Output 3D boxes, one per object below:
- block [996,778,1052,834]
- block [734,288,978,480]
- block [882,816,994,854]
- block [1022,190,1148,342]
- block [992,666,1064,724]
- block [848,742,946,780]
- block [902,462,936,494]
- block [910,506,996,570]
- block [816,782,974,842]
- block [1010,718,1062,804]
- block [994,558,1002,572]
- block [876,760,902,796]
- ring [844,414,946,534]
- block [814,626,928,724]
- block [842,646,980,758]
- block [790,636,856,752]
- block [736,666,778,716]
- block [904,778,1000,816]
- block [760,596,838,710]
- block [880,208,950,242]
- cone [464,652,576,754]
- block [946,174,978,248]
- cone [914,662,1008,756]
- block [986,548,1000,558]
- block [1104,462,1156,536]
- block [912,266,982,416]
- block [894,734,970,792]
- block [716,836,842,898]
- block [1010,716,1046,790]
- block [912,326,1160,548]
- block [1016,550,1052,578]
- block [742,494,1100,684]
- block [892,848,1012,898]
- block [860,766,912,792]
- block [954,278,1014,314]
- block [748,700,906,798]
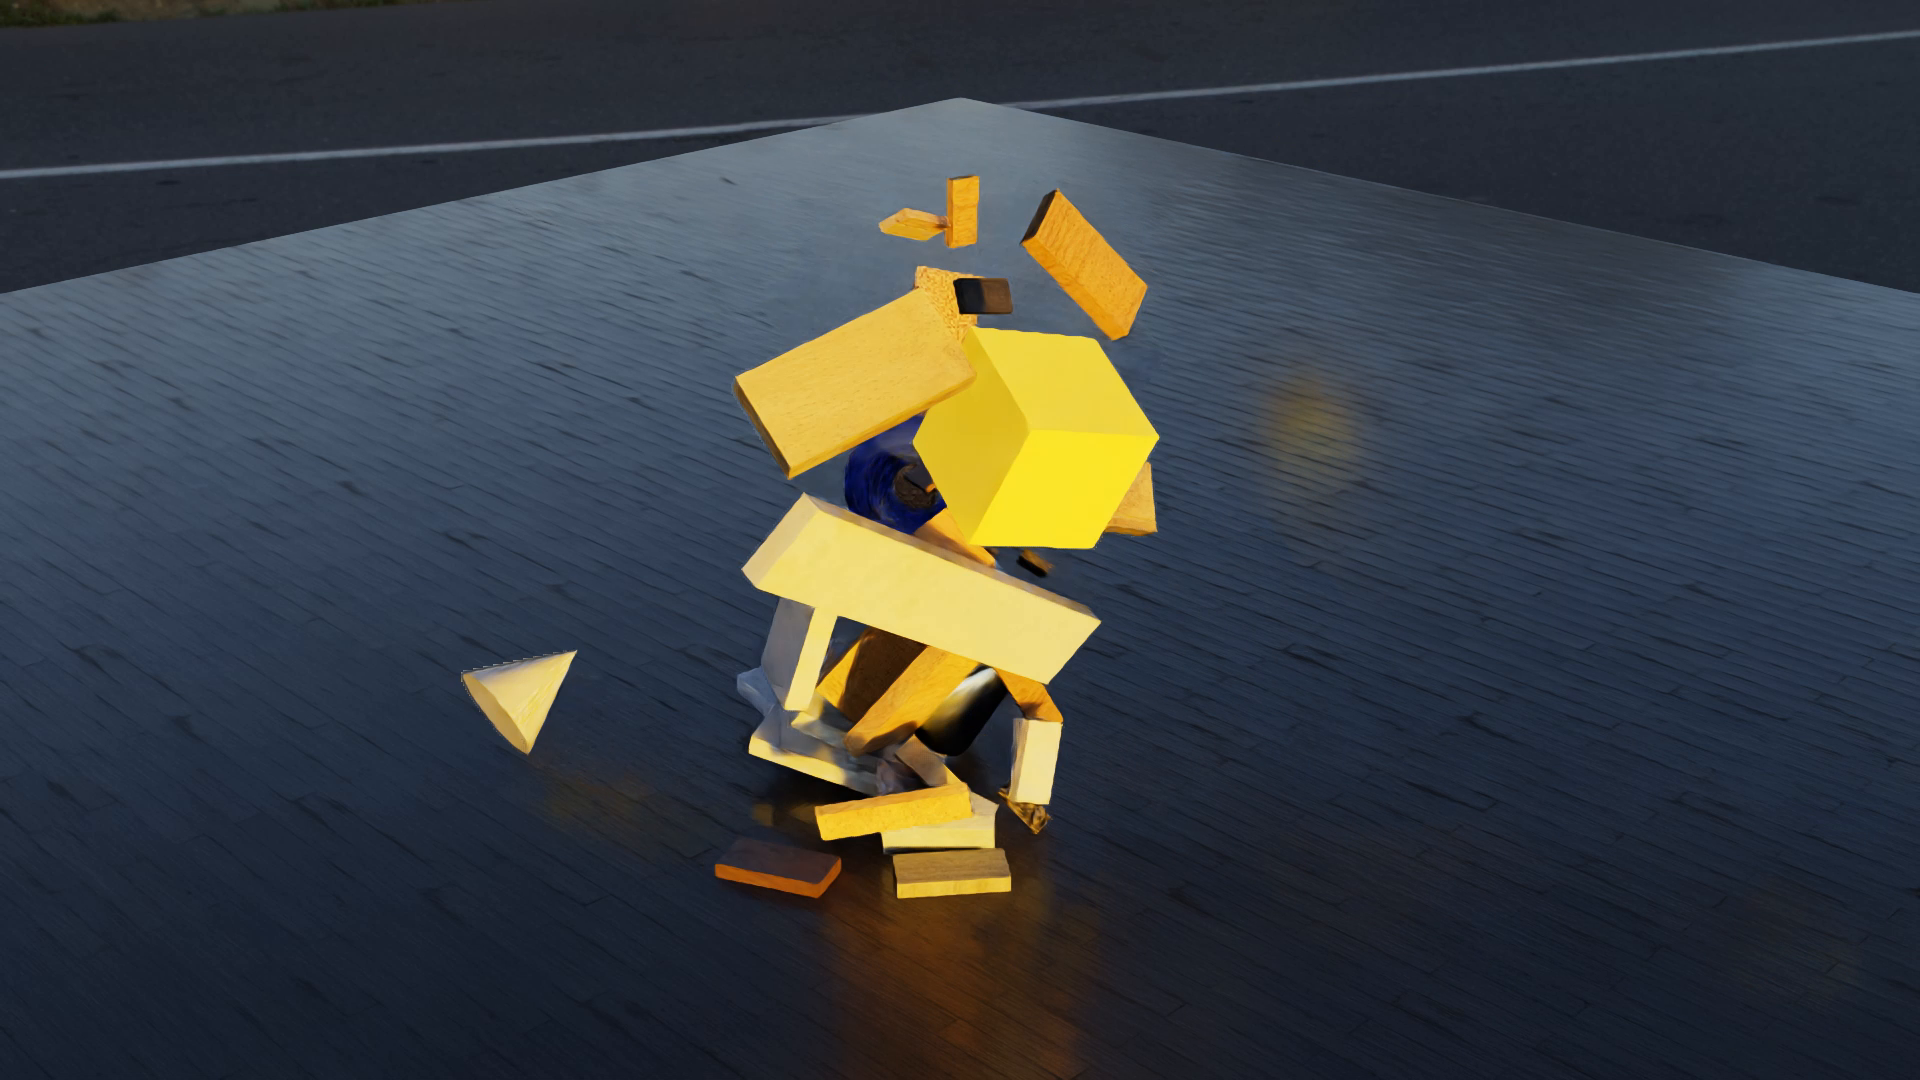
[{"bbox_3d":[0.128,0.530,4.397,0.113,0.016,0.057,47,34,1],"label":"block"},{"bbox_3d":[-0.158,-0.239,3.330,0.329,0.047,0.165,-28,77,-19],"label":"block"},{"bbox_3d":[-0.042,0.573,4.270,0.217,0.108,0.031,1,55,2],"label":"block"},{"bbox_3d":[0.266,-0.580,4.649,0.043,0.303,0.152,-20,35,44],"label":"block"},{"bbox_3d":[0.122,0.280,4.339,0.062,0.456,0.018,-41,58,-6],"label":"block"},{"bbox_3d":[-0.127,0.442,4.455,0.177,0.025,0.089,11,19,30],"label":"block"},{"bbox_3d":[-0.071,-0.122,4.341,0.046,0.013,0.092,-34,32,-15],"label":"block"},{"bbox_3d":[-0.033,0.056,4.087,0.139,0.139,0.139,-37,72,-14],"label":"block"},{"bbox_3d":[-0.125,0.518,4.191,0.291,0.081,0.023,-9,47,1],"label":"block"},{"bbox_3d":[0.149,0.435,4.322,0.081,0.162,0.023,8,2,-35],"label":"block"},{"bbox_3d":[-0.002,0.070,4.350,0.157,0.044,0.314,-1,9,-5],"label":"block"},{"bbox_3d":[-0.137,0.481,4.307,0.016,0.057,0.113,-38,22,13],"label":"block"},{"bbox_3d":[-0.090,-0.115,4.745,0.325,0.325,0.108,4,20,8],"label":"ring"},{"bbox_3d":[-0.135,0.237,4.518,0.157,0.314,0.044,42,1,-10],"label":"block"},{"bbox_3d":[-0.057,0.274,4.326,0.157,0.462,0.044,-16,66,-44],"label":"block"},{"bbox_3d":[-0.283,0.309,4.629,0.153,0.043,0.307,27,28,-22],"label":"block"},{"bbox_3d":[-0.332,0.365,4.770,0.153,0.043,0.307,-18,40,-37],"label":"block"},{"bbox_3d":[-0.018,0.524,4.406,0.177,0.025,0.089,25,30,7],"label":"block"},{"bbox_3d":[-0.282,0.130,4.055,0.047,0.329,0.165,7,26,-26],"label":"block"},{"bbox_3d":[-0.086,-0.604,4.217,0.068,0.019,0.136,-25,-15,33],"label":"block"},{"bbox_3d":[-0.899,0.302,4.672,0.217,0.217,0.217,-40,40,-22],"label":"cone"},{"bbox_3d":[0.004,-0.653,4.366,0.068,0.136,0.019,-18,29,-40],"label":"block"},{"bbox_3d":[0.055,0.272,4.613,0.287,0.287,0.287,-25,9,31],"label":"cone"},{"bbox_3d":[0.041,0.034,4.281,0.046,0.013,0.092,-35,-11,18],"label":"block"},{"bbox_3d":[0.291,-0.099,4.547,0.043,0.152,0.303,-14,-14,40],"label":"block"},{"bbox_3d":[-0.092,-0.282,4.911,0.152,0.662,0.043,11,-10,11],"label":"block"},{"bbox_3d":[-0.055,0.460,4.348,0.159,0.016,0.057,44,60,1],"label":"block"},{"bbox_3d":[-0.349,0.630,4.238,0.217,0.031,0.108,8,24,19],"label":"block"},{"bbox_3d":[0.135,0.434,4.376,0.023,0.162,0.081,3,1,36],"label":"block"},{"bbox_3d":[0.123,-0.170,3.711,0.256,0.256,0.256,2,43,-33],"label":"block"},{"bbox_3d":[0.148,0.048,4.380,0.062,0.018,0.124,32,-7,2],"label":"block"},{"bbox_3d":[-0.040,0.103,3.902,0.047,0.165,0.927,48,14,33],"label":"block"},{"bbox_3d":[-0.017,0.638,4.218,0.217,0.031,0.108,-3,23,-6],"label":"block"},{"bbox_3d":[-0.104,0.488,4.484,0.177,0.025,0.089,21,31,14],"label":"block"},{"bbox_3d":[0.047,-0.482,4.353,0.136,0.068,0.019,-5,-8,-45],"label":"block"},{"bbox_3d":[-0.267,0.436,4.584,0.307,0.043,0.153,18,31,11],"label":"block"}]
